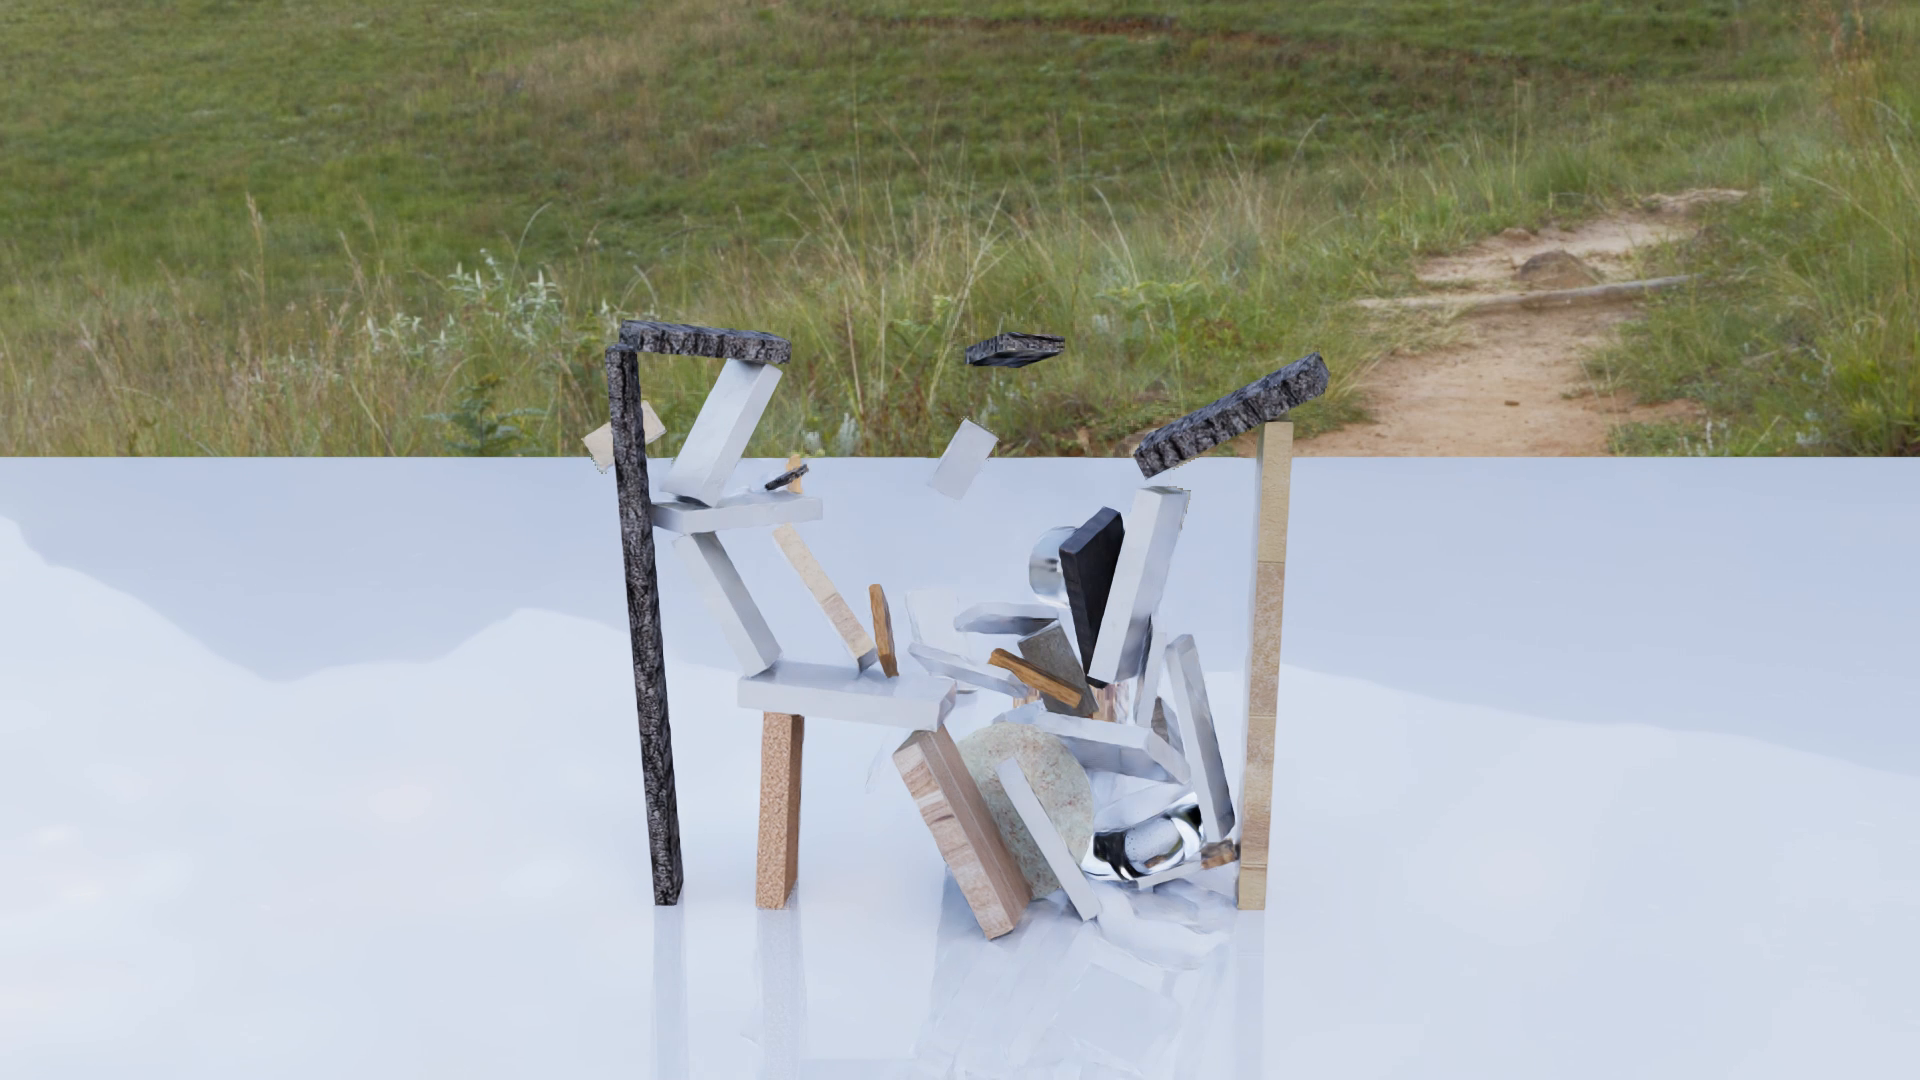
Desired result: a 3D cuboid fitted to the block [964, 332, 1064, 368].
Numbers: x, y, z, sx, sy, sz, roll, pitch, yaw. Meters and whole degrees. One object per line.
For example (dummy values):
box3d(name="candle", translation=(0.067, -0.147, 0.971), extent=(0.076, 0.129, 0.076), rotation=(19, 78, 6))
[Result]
box3d(name="block", translation=(0.108, -0.385, 4.467), extent=(0.122, 0.035, 0.244), rotation=(1, -3, -20))

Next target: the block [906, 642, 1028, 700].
box3d(name="block", translation=(0.012, 0.223, 3.759), extent=(0.220, 0.020, 0.070), rotation=(14, -22, 37))

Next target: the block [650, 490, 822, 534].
box3d(name="block", translation=(-0.366, -0.047, 3.605), extent=(0.252, 0.036, 0.126), rotation=(-6, 10, -32))

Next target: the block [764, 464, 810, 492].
box3d(name="block", translation=(-0.291, -0.104, 3.694), extent=(0.045, 0.013, 0.090), rotation=(-33, 8, -28))

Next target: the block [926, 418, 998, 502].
box3d(name="block", translation=(0.004, -0.147, 4.076), extent=(0.070, 0.140, 0.020), rotation=(29, 8, -15))

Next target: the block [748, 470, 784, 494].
box3d(name="block", translation=(-0.400, -0.086, 4.444), extent=(0.019, 0.068, 0.137), rotation=(-5, -16, -38))

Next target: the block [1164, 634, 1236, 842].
box3d(name="block", translation=(0.397, 0.327, 3.631), extent=(0.024, 0.335, 0.084), rotation=(-9, 10, 27))

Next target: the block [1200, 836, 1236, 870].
box3d(name="block", translation=(0.436, 0.530, 3.716), extent=(0.057, 0.016, 0.114), rotation=(-19, 3, 7))

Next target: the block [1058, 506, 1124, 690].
box3d(name="block", translation=(0.237, 0.098, 3.633), extent=(0.035, 0.292, 0.122), rotation=(21, 49, 37))

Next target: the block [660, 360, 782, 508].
box3d(name="block", translation=(-0.388, -0.176, 3.575), extent=(0.035, 0.250, 0.125), rotation=(33, -13, -34))

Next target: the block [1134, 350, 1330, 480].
box3d(name="block", translation=(0.437, -0.201, 3.525), extent=(0.314, 0.044, 0.157), rotation=(-26, 8, 18))

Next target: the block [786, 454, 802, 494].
box3d(name="block", translation=(-0.297, -0.103, 3.940), extent=(0.013, 0.090, 0.045), rotation=(4, -25, -21))

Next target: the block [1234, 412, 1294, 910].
box3d(name="block", translation=(0.494, 0.195, 3.594), extent=(0.044, 0.803, 0.157), rotation=(3, 11, 4))

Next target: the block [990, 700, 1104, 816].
box3d(name="block", translation=(0.164, 0.419, 3.950), extent=(0.037, 0.260, 0.130), rotation=(-37, -15, 37))

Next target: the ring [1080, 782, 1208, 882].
box3d(name="ring", translation=(0.320, 0.496, 3.748), extent=(0.267, 0.089, 0.267), rotation=(-23, 8, 4))

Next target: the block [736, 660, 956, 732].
box3d(name="block", translation=(-0.183, 0.251, 3.593), extent=(0.329, 0.047, 0.165), rotation=(6, 10, 9))

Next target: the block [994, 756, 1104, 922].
box3d(name="block", translation=(0.144, 0.484, 3.572), extent=(0.037, 0.260, 0.130), rotation=(-31, 12, 0))

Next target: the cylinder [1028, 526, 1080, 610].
box3d(name="cylinder", translation=(0.220, 0.054, 3.828), extent=(0.145, 0.145, 0.145), rotation=(-7, 10, -33))

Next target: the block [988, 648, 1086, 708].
box3d(name="block", translation=(0.130, 0.234, 3.739), extent=(0.167, 0.024, 0.084), rotation=(26, 5, 6))

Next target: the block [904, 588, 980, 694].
box3d(name="block", translation=(-0.042, 0.230, 4.969), extent=(0.122, 0.244, 0.035), rotation=(-2, -21, -34))

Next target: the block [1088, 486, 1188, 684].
box3d(name="block", translation=(0.292, 0.071, 3.586), extent=(0.044, 0.314, 0.157), rotation=(17, 8, 20))

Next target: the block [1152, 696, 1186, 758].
box3d(name="block", translation=(0.352, 0.326, 3.740), extent=(0.024, 0.084, 0.168), rotation=(-14, -19, 11))

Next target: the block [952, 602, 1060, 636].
box3d(name="block", translation=(0.079, 0.135, 3.778), extent=(0.167, 0.024, 0.084), rotation=(5, -25, -38))

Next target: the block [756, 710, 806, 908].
box3d(name="block", translation=(-0.297, 0.425, 3.646), extent=(0.047, 0.329, 0.165), rotation=(4, 10, 4))

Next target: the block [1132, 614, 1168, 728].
box3d(name="block", translation=(0.311, 0.216, 3.600), extent=(0.024, 0.168, 0.084), rotation=(9, 17, -1))

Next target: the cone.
box3d(name="cone", translation=(0.032, 0.480, 3.784), extent=(0.297, 0.297, 0.297), rotation=(-5, -9, -24))

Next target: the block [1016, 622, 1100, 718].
box3d(name="block", translation=(0.172, 0.237, 3.841), extent=(0.084, 0.167, 0.024), rotation=(-24, 8, 6))

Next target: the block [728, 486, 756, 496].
box3d(name="block", translation=(-0.409, -0.074, 4.296), extent=(0.045, 0.013, 0.090), rotation=(-17, -33, 27))

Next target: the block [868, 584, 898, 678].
box3d(name="block", translation=(-0.126, 0.150, 3.632), extent=(0.020, 0.070, 0.140), rotation=(-12, 53, 4))

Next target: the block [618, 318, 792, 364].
box3d(name="block", translation=(-0.411, -0.320, 3.544), extent=(0.250, 0.035, 0.125), rotation=(3, 11, -24))

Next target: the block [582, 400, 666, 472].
box3d(name="block", translation=(-0.611, -0.190, 4.002), extent=(0.137, 0.068, 0.019), rotation=(-33, -11, -7))

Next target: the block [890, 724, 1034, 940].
box3d(name="block", translation=(0.006, 0.459, 3.520), extent=(0.047, 0.329, 0.165), rotation=(-27, 3, 16))

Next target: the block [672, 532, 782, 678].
box3d(name="block", translation=(-0.379, 0.095, 3.589), extent=(0.036, 0.252, 0.126), rotation=(-28, 5, 10))

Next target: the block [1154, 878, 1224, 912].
box3d(name="block", translation=(0.378, 0.587, 3.639), extent=(0.057, 0.016, 0.114), rotation=(-7, 13, -33))

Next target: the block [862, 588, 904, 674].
box3d(name="block", translation=(-0.163, 0.232, 4.925), extent=(0.019, 0.264, 0.068), rotation=(-21, -24, -3))

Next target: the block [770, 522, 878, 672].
box3d(name="block", translation=(-0.221, 0.094, 3.608), extent=(0.036, 0.252, 0.126), rotation=(-34, -12, -8))

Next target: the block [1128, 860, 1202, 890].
box3d(name="block", translation=(0.342, 0.559, 3.676), extent=(0.114, 0.016, 0.057), rotation=(-15, -4, -14))

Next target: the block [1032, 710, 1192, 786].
box3d(name="block", translation=(0.253, 0.348, 3.681), extent=(0.260, 0.037, 0.130), rotation=(5, -29, 48))

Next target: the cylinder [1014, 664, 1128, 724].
box3d(name="cylinder", translation=(0.224, 0.348, 4.413), extent=(0.203, 0.203, 0.203), rotation=(2, 11, 12))

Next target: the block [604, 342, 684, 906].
box3d(name="block", translation=(-0.513, 0.140, 3.589), extent=(0.035, 0.914, 0.125), rotation=(-4, 11, -1))
